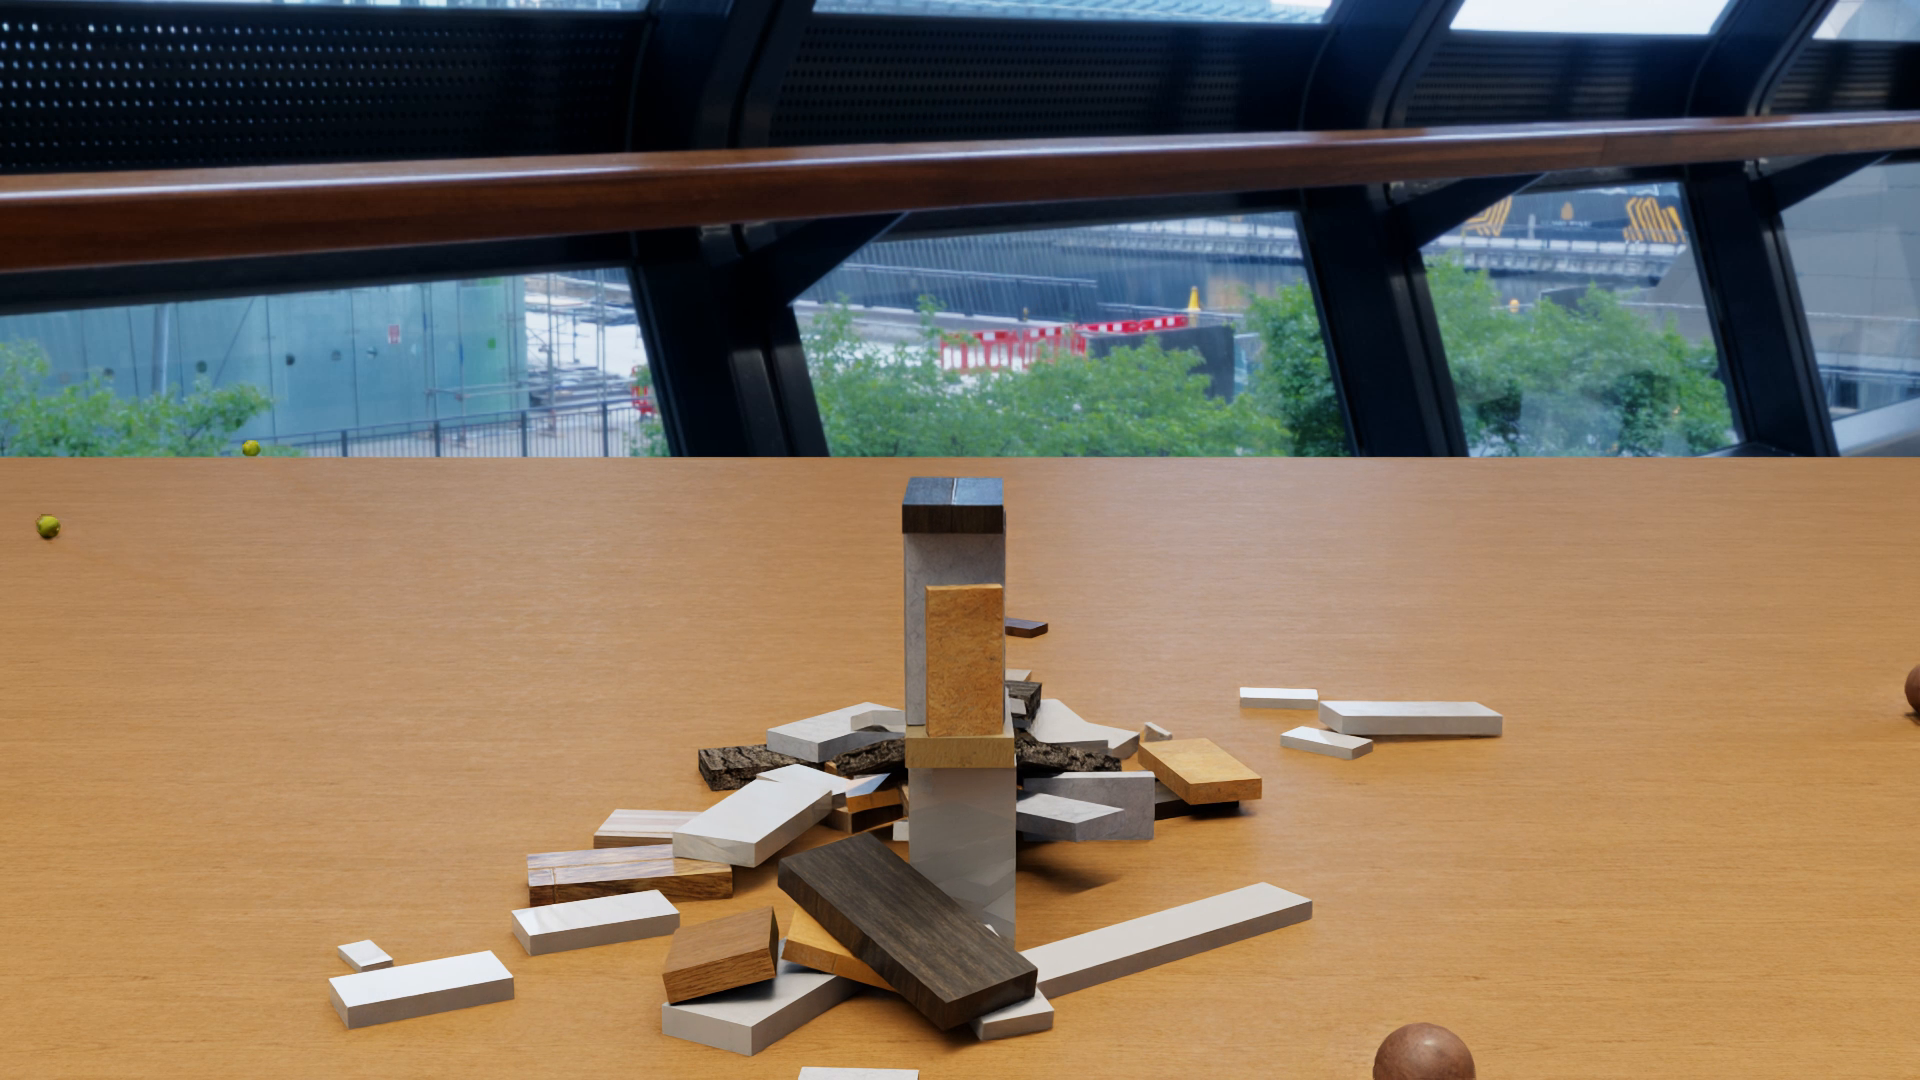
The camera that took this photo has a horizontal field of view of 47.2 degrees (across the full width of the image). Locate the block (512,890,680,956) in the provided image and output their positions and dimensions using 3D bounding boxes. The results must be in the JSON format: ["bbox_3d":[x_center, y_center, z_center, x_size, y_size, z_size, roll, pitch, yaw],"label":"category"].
[{"bbox_3d":[-0.578,0.606,3.489,0.240,0.034,0.120,-5,12,-24],"label":"block"}]

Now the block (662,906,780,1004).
[{"bbox_3d":[-0.349,0.607,3.240,0.154,0.044,0.308,-14,2,-3],"label":"block"}]

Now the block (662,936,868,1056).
[{"bbox_3d":[-0.276,0.657,3.187,0.154,0.044,0.308,6,12,30],"label":"block"}]

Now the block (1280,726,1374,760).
[{"bbox_3d":[0.754,0.418,4.529,0.169,0.024,0.085,9,14,39],"label":"block"}]

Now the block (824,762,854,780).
[{"bbox_3d":[-0.232,0.462,4.219,0.014,0.050,0.101,-6,12,-28],"label":"block"}]

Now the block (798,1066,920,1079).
[{"bbox_3d":[-0.140,0.742,2.733,0.154,0.044,0.308,1,11,4],"label":"block"}]

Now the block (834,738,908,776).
[{"bbox_3d":[-0.081,0.388,3.958,0.134,0.038,0.268,-21,-16,40],"label":"block"}]

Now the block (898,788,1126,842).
[{"bbox_3d":[0.076,0.469,3.877,0.117,0.033,0.491,-9,8,-40],"label":"block"}]

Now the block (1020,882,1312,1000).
[{"bbox_3d":[0.301,0.621,3.416,0.589,0.031,0.111,-8,13,-37],"label":"block"}]

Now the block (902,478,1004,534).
[{"bbox_3d":[-0.008,-0.055,3.372,0.148,0.042,0.297,0,9,1],"label":"block"}]

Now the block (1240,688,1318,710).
[{"bbox_3d":[0.708,0.352,4.884,0.169,0.024,0.085,1,11,6],"label":"block"}]

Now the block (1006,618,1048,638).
[{"bbox_3d":[0.130,0.221,5.593,0.169,0.024,0.085,7,13,33],"label":"block"}]

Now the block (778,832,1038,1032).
[{"bbox_3d":[-0.083,0.564,3.218,0.165,0.047,0.416,-13,30,-36],"label":"block"}]

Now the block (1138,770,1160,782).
[{"bbox_3d":[0.381,0.464,4.298,0.122,0.017,0.061,-6,12,-30],"label":"block"}]

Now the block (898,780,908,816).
[{"bbox_3d":[-0.036,0.456,3.789,0.112,0.032,0.224,-3,10,-8],"label":"block"}]

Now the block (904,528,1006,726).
[{"bbox_3d":[-0.008,0.127,3.315,0.149,0.297,0.042,-1,8,-8],"label":"block"}]

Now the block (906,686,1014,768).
[{"bbox_3d":[-0.002,0.287,3.401,0.161,0.046,0.322,0,10,-1],"label":"block"}]

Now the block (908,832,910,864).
[{"bbox_3d":[-0.001,0.453,3.525,0.161,0.322,0.046,0,10,0],"label":"block"}]

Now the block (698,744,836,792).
[{"bbox_3d":[-0.355,0.443,4.345,0.301,0.043,0.151,-3,11,-16],"label":"block"}]

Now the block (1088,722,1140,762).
[{"bbox_3d":[0.156,0.395,4.549,0.412,0.038,0.133,9,14,27],"label":"block"}]

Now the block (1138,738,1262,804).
[{"bbox_3d":[0.454,0.439,4.191,0.142,0.040,0.284,-3,11,-15],"label":"block"}]

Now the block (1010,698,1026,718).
[{"bbox_3d":[0.012,0.332,4.118,0.200,0.028,0.100,-15,-13,22],"label":"block"}]

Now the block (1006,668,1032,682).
[{"bbox_3d":[0.064,0.374,4.787,0.061,0.017,0.710,2,11,12],"label":"block"}]

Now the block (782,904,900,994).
[{"bbox_3d":[-0.136,0.608,3.249,0.240,0.034,0.120,17,19,-2],"label":"block"}]

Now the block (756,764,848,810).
[{"bbox_3d":[-0.276,0.459,4.088,0.100,0.028,0.200,-10,15,-44],"label":"block"}]

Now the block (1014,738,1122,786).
[{"bbox_3d":[0.146,0.414,4.031,0.144,0.041,0.414,-14,-16,26],"label":"block"}]

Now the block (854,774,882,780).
[{"bbox_3d":[-0.101,0.425,4.334,0.133,0.038,0.265,-14,2,28],"label":"block"}]

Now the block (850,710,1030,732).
[{"bbox_3d":[-0.037,0.356,4.302,0.345,0.028,0.100,3,-13,-28],"label":"block"}]

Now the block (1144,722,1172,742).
[{"bbox_3d":[0.407,0.410,4.498,0.014,0.050,0.101,-10,14,-20],"label":"block"}]

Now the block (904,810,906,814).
[{"bbox_3d":[-0.021,0.469,4.206,0.144,0.041,0.288,6,12,30],"label":"block"}]

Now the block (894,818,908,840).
[{"bbox_3d":[-0.042,0.506,3.852,0.112,0.032,0.224,0,-5,9],"label":"block"}]

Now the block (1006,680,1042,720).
[{"bbox_3d":[0.068,0.313,4.371,0.165,0.047,0.329,4,1,6],"label":"block"}]

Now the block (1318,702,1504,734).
[{"bbox_3d":[0.950,0.376,4.646,0.354,0.040,0.142,1,8,-10],"label":"block"}]

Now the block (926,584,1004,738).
[{"bbox_3d":[0.006,0.178,3.245,0.111,0.221,0.031,-2,10,-10],"label":"block"}]

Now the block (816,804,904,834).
[{"bbox_3d":[-0.247,0.488,4.113,0.266,0.038,0.133,10,14,42],"label":"block"}]

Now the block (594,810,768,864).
[{"bbox_3d":[-0.482,0.525,3.900,0.302,0.043,0.151,1,11,6],"label":"block"}]

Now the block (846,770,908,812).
[{"bbox_3d":[-0.106,0.444,3.951,0.198,0.028,0.099,-10,11,-2],"label":"block"}]

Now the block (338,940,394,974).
[{"bbox_3d":[-0.910,0.639,3.367,0.050,0.014,0.101,-7,13,-34],"label":"block"}]

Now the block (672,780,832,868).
[{"bbox_3d":[-0.357,0.491,3.839,0.151,0.043,0.342,5,11,18],"label":"block"}]

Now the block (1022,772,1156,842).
[{"bbox_3d":[0.230,0.478,3.949,0.235,0.117,0.033,0,11,-2],"label":"block"}]

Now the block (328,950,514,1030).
[{"bbox_3d":[-0.787,0.657,3.217,0.240,0.034,0.120,-6,12,-27],"label":"block"}]

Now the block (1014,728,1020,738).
[{"bbox_3d":[0.021,0.381,4.281,0.099,0.028,0.198,-23,-27,31],"label":"block"}]

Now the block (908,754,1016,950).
[{"bbox_3d":[0.004,0.484,3.349,0.161,0.322,0.046,0,17,0],"label":"block"}]

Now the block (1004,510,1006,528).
[{"bbox_3d":[-0.004,0.097,3.492,0.149,0.297,0.042,-1,11,-4],"label":"block"}]

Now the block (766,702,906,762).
[{"bbox_3d":[-0.235,0.385,4.425,0.144,0.041,0.288,9,14,40],"label":"block"}]

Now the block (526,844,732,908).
[{"bbox_3d":[-0.556,0.563,3.686,0.329,0.047,0.165,-2,11,-12],"label":"block"}]

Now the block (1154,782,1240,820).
[{"bbox_3d":[0.394,0.486,4.135,0.235,0.033,0.117,-5,12,-26],"label":"block"}]

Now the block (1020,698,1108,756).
[{"bbox_3d":[0.179,0.382,4.429,0.142,0.040,0.283,-1,13,-19],"label":"block"}]

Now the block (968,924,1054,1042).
[{"bbox_3d":[0.037,0.638,3.179,0.111,0.031,0.221,-5,26,-24],"label":"block"}]
